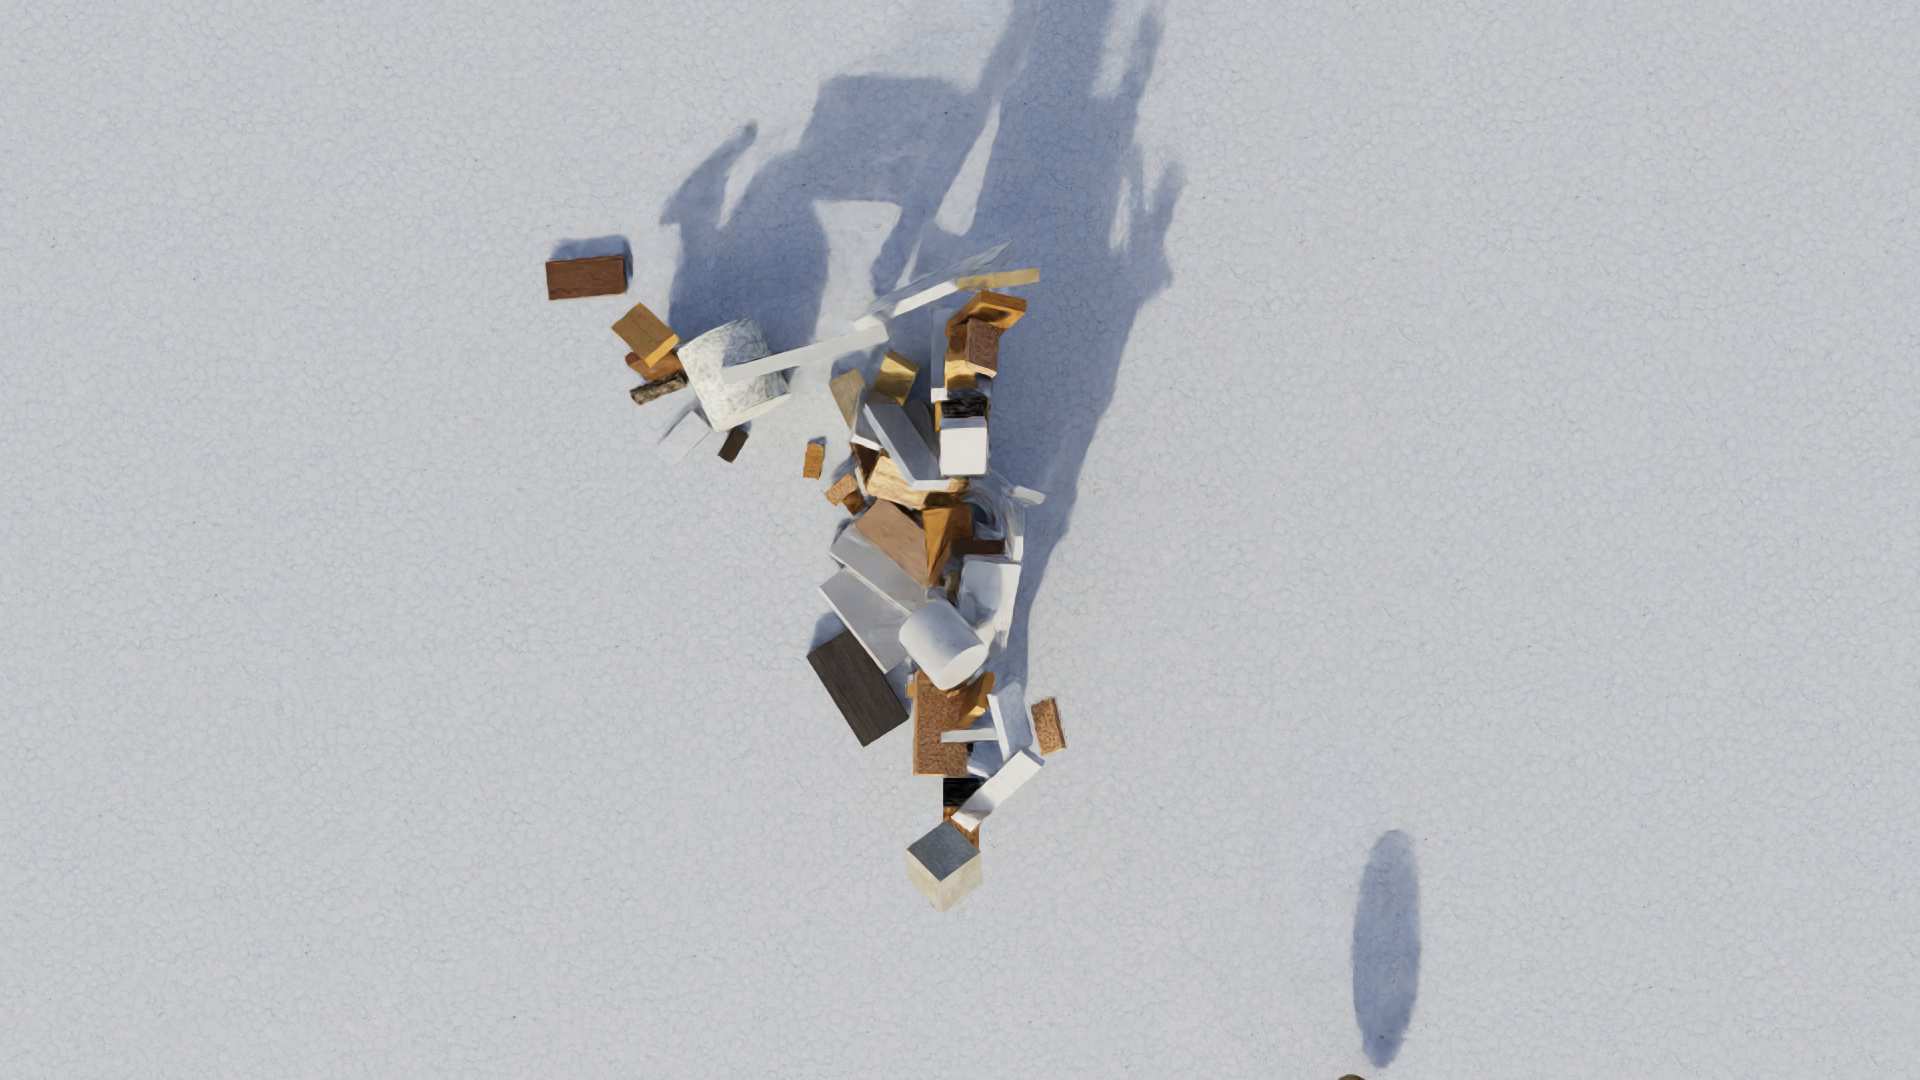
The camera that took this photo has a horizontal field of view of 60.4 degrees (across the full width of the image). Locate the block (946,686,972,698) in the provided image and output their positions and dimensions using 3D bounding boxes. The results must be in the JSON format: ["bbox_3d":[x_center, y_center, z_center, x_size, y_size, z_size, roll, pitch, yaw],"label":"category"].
[{"bbox_3d":[-0.004,0.461,5.030,0.045,0.090,0.013,-22,87,-29],"label":"block"}]

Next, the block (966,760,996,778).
[{"bbox_3d":[0.098,0.704,4.955,0.154,0.077,0.022,19,71,11],"label":"block"}]

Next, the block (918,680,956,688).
[{"bbox_3d":[-0.068,0.437,4.997,0.045,0.149,0.013,1,81,31],"label":"block"}]

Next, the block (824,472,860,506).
[{"bbox_3d":[-0.392,-0.168,5.475,0.112,0.016,0.056,-43,90,0],"label":"block"}]

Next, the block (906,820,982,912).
[{"bbox_3d":[-0.047,0.985,4.982,0.159,0.159,0.159,-32,50,-27],"label":"block"}]

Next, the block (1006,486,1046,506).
[{"bbox_3d":[0.192,-0.130,4.873,0.087,0.174,0.025,18,86,-6],"label":"block"}]

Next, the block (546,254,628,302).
[{"bbox_3d":[-1.241,-0.870,5.482,0.255,0.036,0.127,-5,90,0],"label":"block"}]

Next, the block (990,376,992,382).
[{"bbox_3d":[0.007,-0.497,4.940,0.171,0.342,0.048,-2,108,0],"label":"block"}]

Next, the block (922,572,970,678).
[{"bbox_3d":[0.005,0.263,5.008,0.165,0.047,0.329,9,115,-17],"label":"block"}]

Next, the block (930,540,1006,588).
[{"bbox_3d":[0.021,0.075,5.078,0.165,0.439,0.047,-1,76,-9],"label":"block"}]

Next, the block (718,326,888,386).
[{"bbox_3d":[-0.494,-0.579,5.161,0.529,0.171,0.048,-16,99,-8],"label":"block"}]

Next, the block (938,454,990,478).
[{"bbox_3d":[0.015,-0.224,4.900,0.127,0.255,0.036,-6,84,5],"label":"block"}]

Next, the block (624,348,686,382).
[{"bbox_3d":[-0.977,-0.574,5.365,0.127,0.255,0.036,-27,74,8],"label":"block"}]

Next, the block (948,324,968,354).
[{"bbox_3d":[0.013,-0.558,4.667,0.087,0.174,0.025,-5,68,-6],"label":"block"}]

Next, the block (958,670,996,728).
[{"bbox_3d":[0.050,0.482,4.963,0.033,0.230,0.115,19,66,-8],"label":"block"}]

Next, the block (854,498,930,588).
[{"bbox_3d":[-0.159,0.014,5.371,0.360,0.043,0.151,41,112,-6],"label":"block"}]

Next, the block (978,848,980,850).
[{"bbox_3d":[0.003,0.992,5.382,0.117,0.234,0.033,0,104,0],"label":"block"}]

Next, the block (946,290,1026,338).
[{"bbox_3d":[0.071,-0.623,4.646,0.134,0.268,0.038,11,72,-20],"label":"block"}]

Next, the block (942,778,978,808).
[{"bbox_3d":[0.003,0.850,5.385,0.117,0.234,0.033,0,111,0],"label":"block"}]

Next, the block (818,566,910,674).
[{"bbox_3d":[-0.287,0.244,5.449,0.179,0.051,0.358,-38,90,-18],"label":"block"}]

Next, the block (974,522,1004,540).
[{"bbox_3d":[0.091,-0.015,5.126,0.087,0.174,0.025,29,96,-6],"label":"block"}]

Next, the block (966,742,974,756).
[{"bbox_3d":[-0.037,0.640,5.289,0.158,0.317,0.045,13,89,1],"label":"block"}]

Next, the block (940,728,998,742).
[{"bbox_3d":[0.064,0.584,4.930,0.230,0.115,0.033,-10,79,42],"label":"block"}]

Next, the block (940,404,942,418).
[{"bbox_3d":[0.004,-0.410,4.978,0.131,0.261,0.037,-4,104,0],"label":"block"}]

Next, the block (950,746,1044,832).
[{"bbox_3d":[0.106,0.753,4.950,0.077,0.657,0.022,37,58,1],"label":"block"}]

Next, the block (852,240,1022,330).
[{"bbox_3d":[-0.088,-0.789,5.157,0.038,0.755,0.134,53,57,-18],"label":"block"}]

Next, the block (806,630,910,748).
[{"bbox_3d":[-0.339,0.487,5.475,0.179,0.051,0.358,-32,90,0],"label":"block"}]

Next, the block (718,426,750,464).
[{"bbox_3d":[-0.752,-0.315,5.477,0.056,0.016,0.112,31,90,-35],"label":"block"}]

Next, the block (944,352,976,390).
[{"bbox_3d":[0.000,-0.471,4.598,0.087,0.174,0.025,-5,69,-3],"label":"block"}]

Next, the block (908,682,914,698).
[{"bbox_3d":[-0.083,0.488,5.288,0.158,0.317,0.045,6,84,1],"label":"block"}]

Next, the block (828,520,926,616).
[{"bbox_3d":[-0.182,0.147,5.444,0.534,0.038,0.133,37,76,-5],"label":"block"}]

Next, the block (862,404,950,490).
[{"bbox_3d":[-0.174,-0.300,5.253,0.131,0.390,0.037,-1,132,-34],"label":"block"}]

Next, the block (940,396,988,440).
[{"bbox_3d":[0.014,-0.342,4.698,0.127,0.255,0.036,-4,74,0],"label":"block"}]

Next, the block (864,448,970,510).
[{"bbox_3d":[-0.138,-0.178,5.281,0.301,0.043,0.151,17,123,-13],"label":"block"}]
